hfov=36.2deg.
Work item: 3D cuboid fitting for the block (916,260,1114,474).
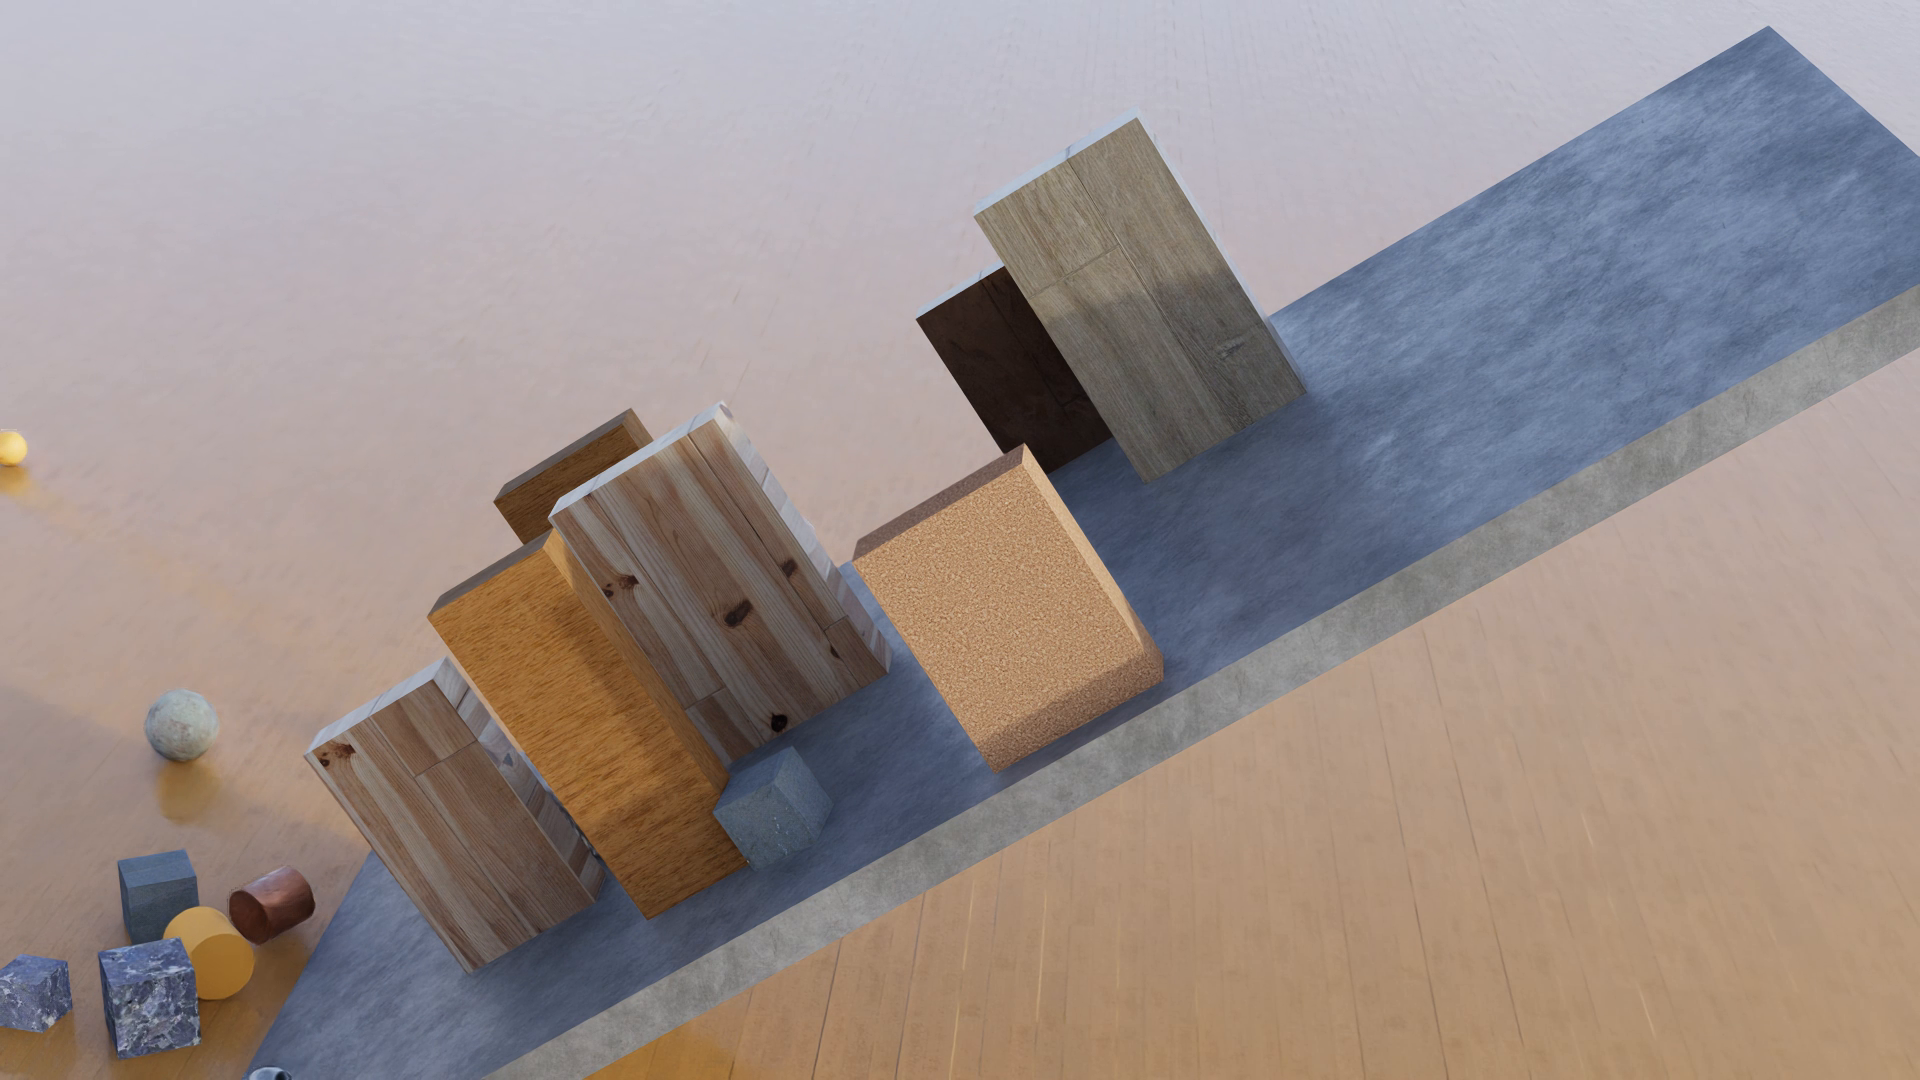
[{"bbox_3d":[0.189,-0.428,6.929,0.381,0.486,0.092,-30,15,13],"label":"block"}]

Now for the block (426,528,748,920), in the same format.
[{"bbox_3d":[-0.703,0.366,5.767,0.276,0.755,0.117,-30,15,13],"label":"block"}]

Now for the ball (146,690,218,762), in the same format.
[{"bbox_3d":[-2.195,0.523,8.302,0.201,0.201,0.201,0,20,0],"label":"ball"}]

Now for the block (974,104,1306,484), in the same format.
[{"bbox_3d":[0.393,-0.526,6.376,0.408,0.708,0.130,-30,15,13],"label":"block"}]

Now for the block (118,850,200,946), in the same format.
[{"bbox_3d":[-1.994,0.893,7.327,0.166,0.166,0.166,-8,21,-22],"label":"block"}]

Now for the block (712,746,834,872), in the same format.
[{"bbox_3d":[-0.364,0.524,5.744,0.149,0.149,0.149,-28,16,22],"label":"block"}]

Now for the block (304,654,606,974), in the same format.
[{"bbox_3d":[-1.053,0.578,6.158,0.334,0.587,0.129,-30,15,13],"label":"block"}]

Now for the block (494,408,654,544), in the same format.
[{"bbox_3d":[-0.751,0.070,6.966,0.369,0.670,0.126,-30,15,13],"label":"block"}]

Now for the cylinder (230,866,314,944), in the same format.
[{"bbox_3d":[-1.701,0.903,7.270,0.146,0.146,0.146,14,27,33],"label":"cylinder"}]

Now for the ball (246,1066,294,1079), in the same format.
[{"bbox_3d":[-1.422,1.146,6.052,0.122,0.122,0.122,0,20,0],"label":"ball"}]

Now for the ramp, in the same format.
[{"bbox_3d":[0.141,0.170,6.292,4.000,0.100,2.000,-30,15,13],"label":"ramp"}]

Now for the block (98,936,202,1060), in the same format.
[{"bbox_3d":[-1.880,1.062,6.825,0.188,0.188,0.188,-9,22,-23],"label":"block"}]

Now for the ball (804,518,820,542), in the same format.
[{"bbox_3d":[-0.430,0.028,6.995,0.200,0.200,0.200,0,20,0],"label":"ball"}]

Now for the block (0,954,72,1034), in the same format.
[{"bbox_3d":[-2.180,1.065,6.910,0.125,0.125,0.125,6,21,16],"label":"block"}]

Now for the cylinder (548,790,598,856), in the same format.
[{"bbox_3d":[-0.897,0.647,6.423,0.175,0.175,0.175,-29,13,17],"label":"cylinder"}]

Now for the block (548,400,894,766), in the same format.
[{"bbox_3d":[-0.513,0.099,6.366,0.430,0.675,0.131,-30,15,13],"label":"block"}]

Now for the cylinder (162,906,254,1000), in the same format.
[{"bbox_3d":[-1.803,0.990,7.052,0.171,0.171,0.171,-12,23,-30],"label":"cylinder"}]

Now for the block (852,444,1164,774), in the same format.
[{"bbox_3d":[0.090,0.128,5.382,0.363,0.486,0.120,-30,15,13],"label":"block"}]

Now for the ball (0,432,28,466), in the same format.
[{"bbox_3d":[-3.491,-0.336,10.801,0.127,0.127,0.127,0,20,0],"label":"ball"}]
